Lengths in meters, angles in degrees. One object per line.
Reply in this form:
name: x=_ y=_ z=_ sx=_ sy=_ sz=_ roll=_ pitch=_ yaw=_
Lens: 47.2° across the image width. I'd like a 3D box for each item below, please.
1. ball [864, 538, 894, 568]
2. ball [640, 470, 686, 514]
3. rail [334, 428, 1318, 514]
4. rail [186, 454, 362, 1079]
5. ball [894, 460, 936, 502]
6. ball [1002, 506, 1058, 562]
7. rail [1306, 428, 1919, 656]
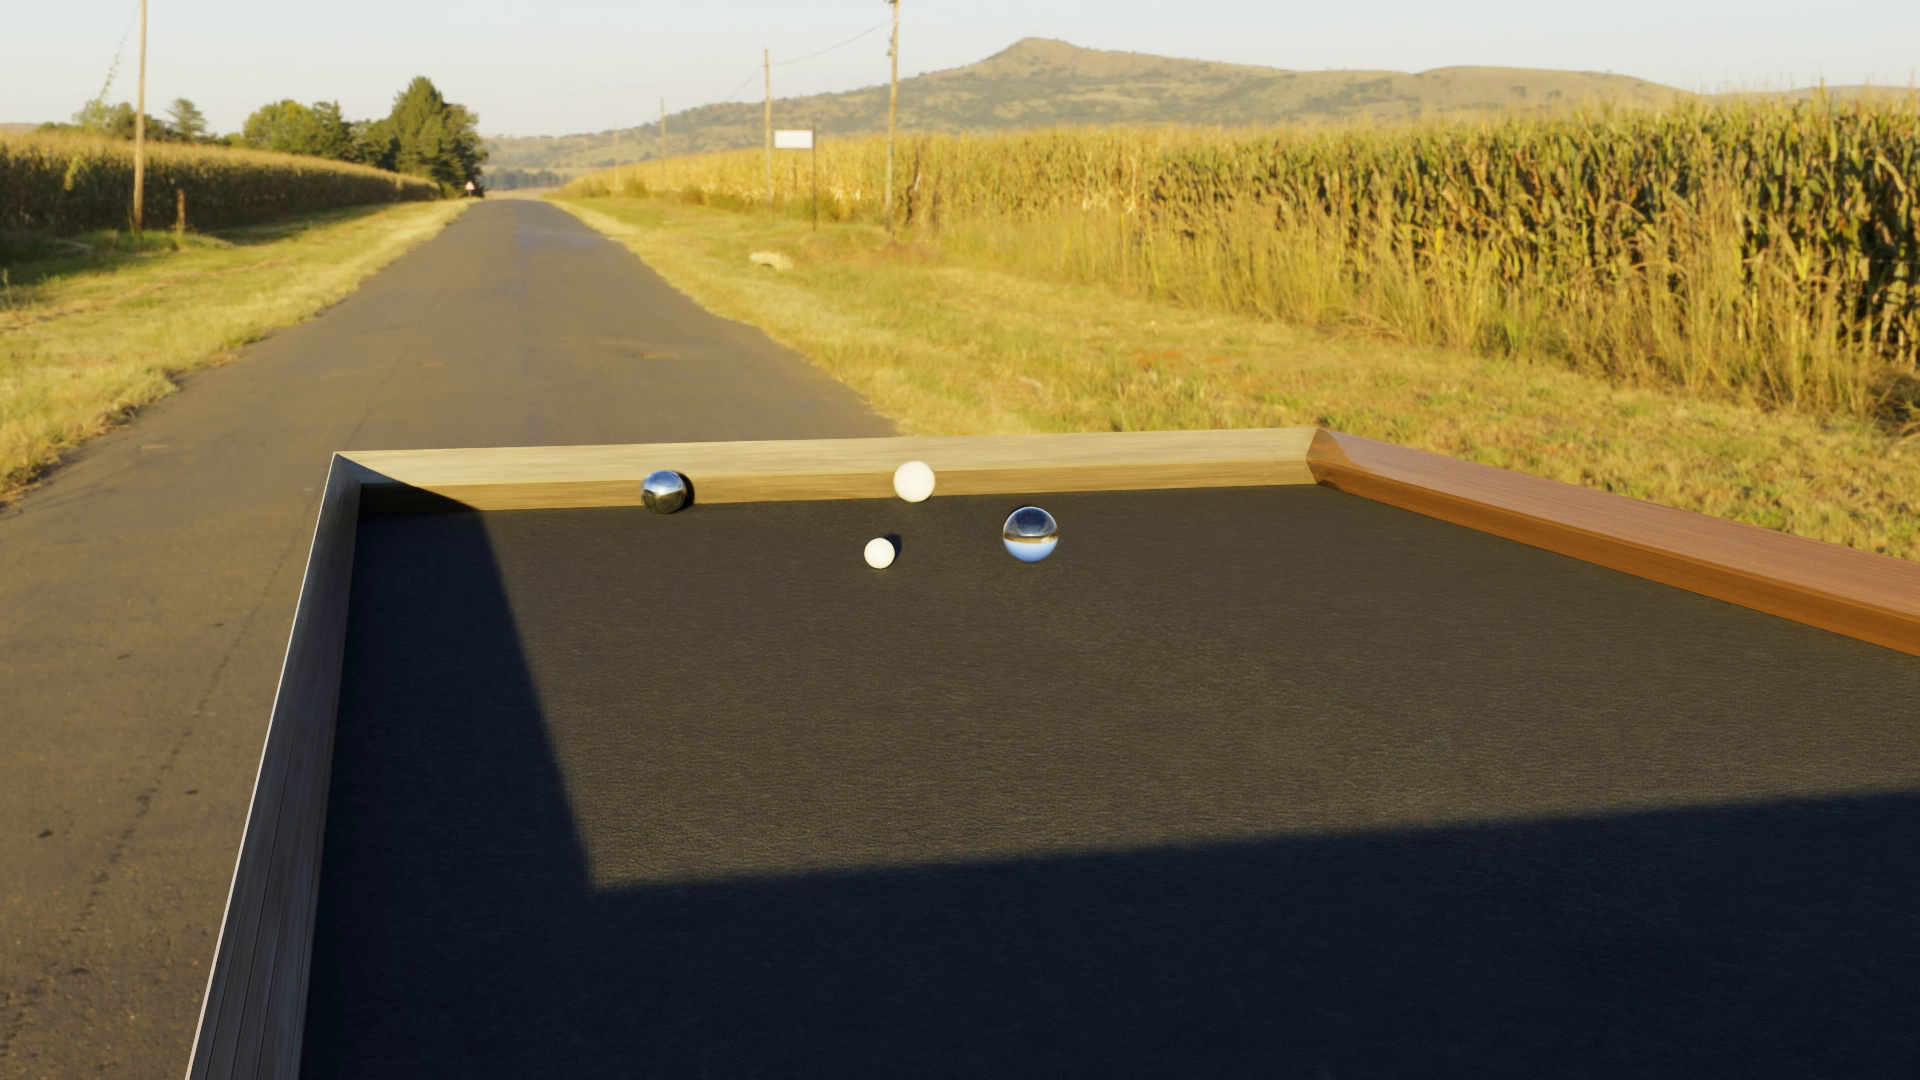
ball: x=-0.121 y=0.020 z=3.307 sx=0.046 sy=0.046 sz=0.046 roll=0 pitch=8 yaw=0
ball: x=-0.527 y=-0.086 z=3.912 sx=0.080 sy=0.080 sz=0.080 roll=0 pitch=8 yaw=0
rail: x=-0.193 y=-0.131 z=4.104 sx=1.876 sy=0.111 sz=0.045 roll=-2 pitch=9 yaw=-14
rail: x=-0.687 y=0.124 z=2.366 sx=0.045 sy=0.111 sz=3.205 roll=-2 pitch=9 yaw=-14
ball: x=-0.085 y=-0.108 z=4.073 sx=0.078 sy=0.078 sz=0.078 roll=0 pitch=8 yaw=0
ball: x=0.108 y=-0.008 z=3.361 sx=0.086 sy=0.086 sz=0.086 roll=0 pitch=8 yaw=0
rail: x=1.085 y=0.058 z=2.816 sx=0.045 sy=0.111 sz=3.205 roll=-2 pitch=9 yaw=-14
